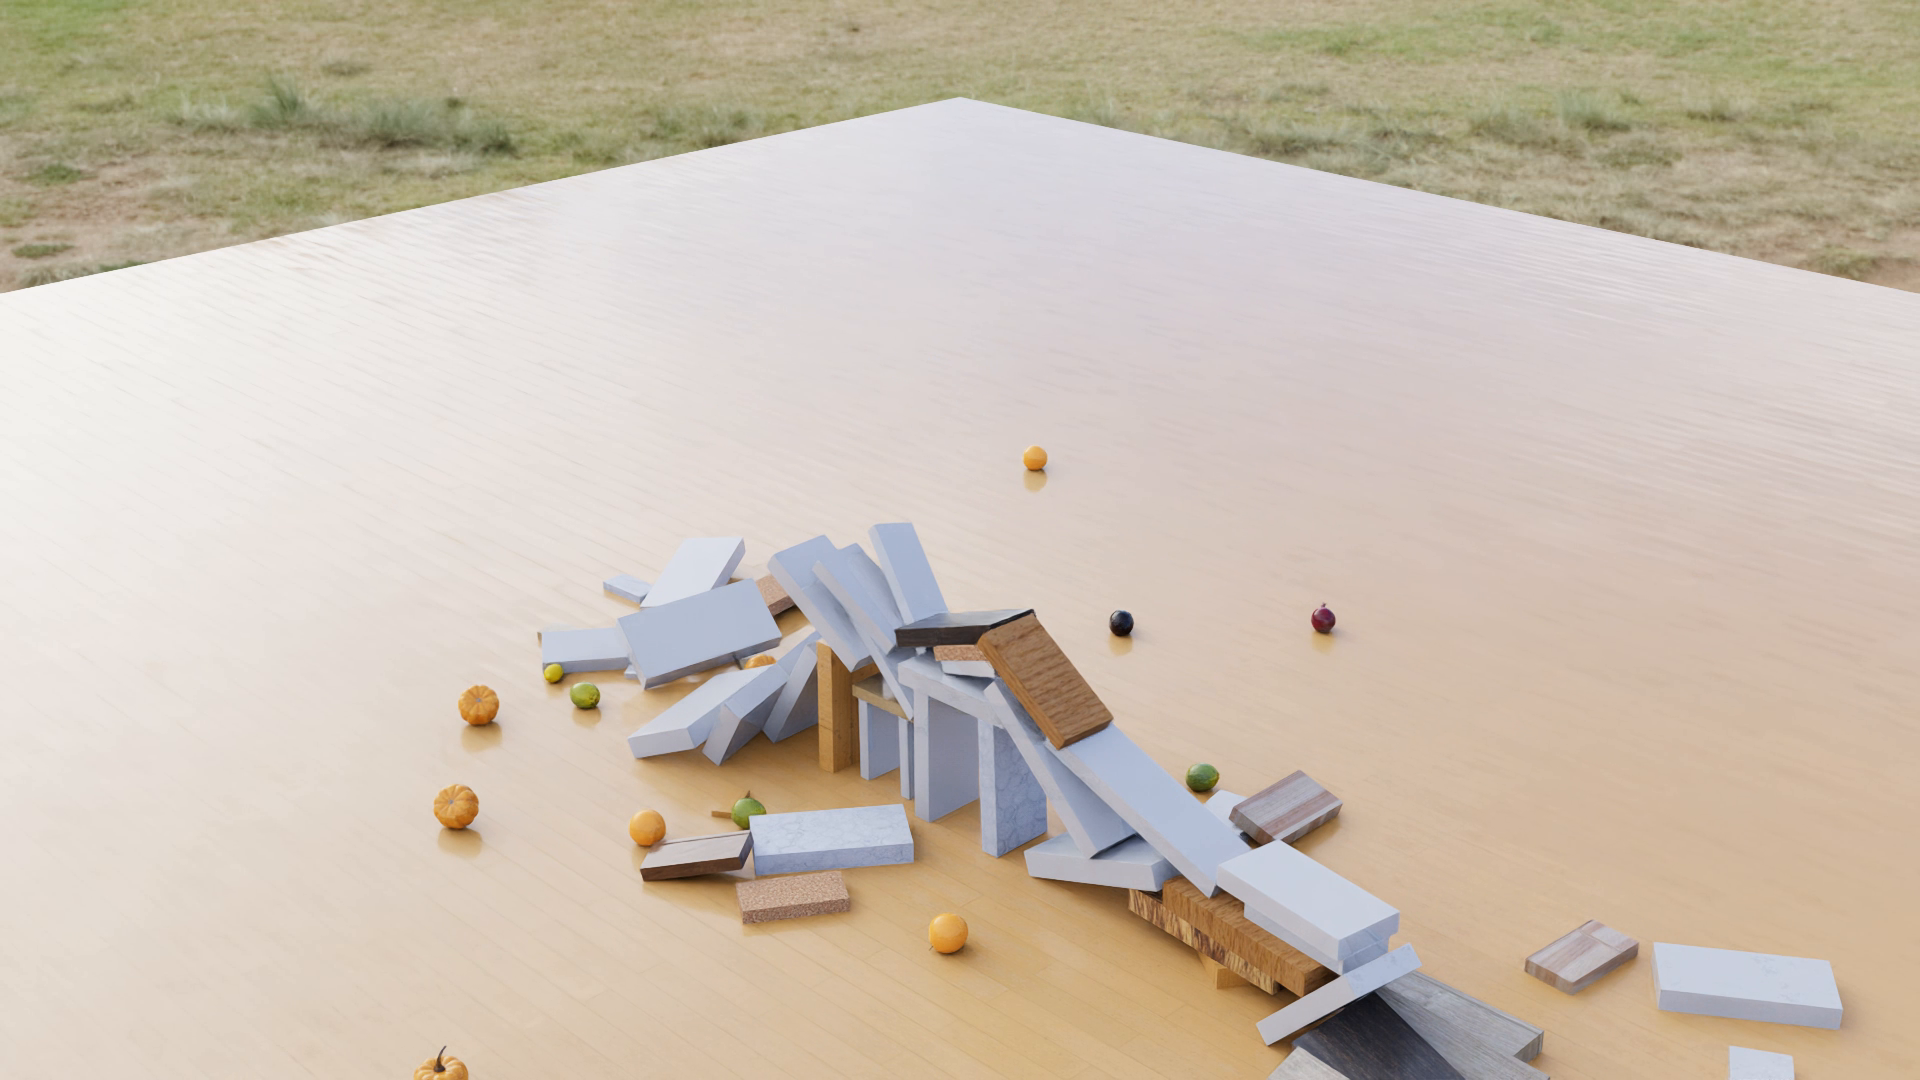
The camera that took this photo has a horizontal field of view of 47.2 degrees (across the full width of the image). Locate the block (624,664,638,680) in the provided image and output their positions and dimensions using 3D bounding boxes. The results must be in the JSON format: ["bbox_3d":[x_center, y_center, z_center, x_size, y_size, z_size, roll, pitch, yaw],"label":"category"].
[{"bbox_3d":[-0.713,0.302,5.030,0.099,0.014,0.049,3,23,6],"label":"block"}]

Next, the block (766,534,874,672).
[{"bbox_3d":[-0.254,0.128,4.550,0.147,0.042,0.294,-23,65,-42],"label":"block"}]

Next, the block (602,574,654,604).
[{"bbox_3d":[-0.813,0.120,5.452,0.139,0.020,0.069,19,30,38],"label":"block"}]

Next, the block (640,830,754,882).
[{"bbox_3d":[-0.506,0.608,4.236,0.201,0.028,0.100,-9,21,13],"label":"block"}]

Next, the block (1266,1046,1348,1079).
[{"bbox_3d":[0.597,0.937,3.408,0.169,0.048,0.338,-40,39,-21],"label":"block"}]

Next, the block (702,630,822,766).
[{"bbox_3d":[-0.405,0.332,4.701,0.048,0.169,0.338,39,44,11],"label":"block"}]

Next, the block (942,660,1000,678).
[{"bbox_3d":[0.054,0.236,4.248,0.095,0.027,0.191,-16,8,-30],"label":"block"}]

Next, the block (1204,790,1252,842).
[{"bbox_3d":[0.514,0.573,4.370,0.115,0.033,0.229,15,27,31],"label":"block"}]

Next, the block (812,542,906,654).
[{"bbox_3d":[-0.182,0.118,4.500,0.239,0.034,0.119,48,41,14],"label":"block"}]

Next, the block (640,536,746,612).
[{"bbox_3d":[-0.656,0.095,5.431,0.154,0.044,0.374,-1,26,12],"label":"block"}]

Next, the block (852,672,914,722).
[{"bbox_3d":[-0.125,0.320,4.509,0.181,0.026,0.090,20,30,39],"label":"block"}]

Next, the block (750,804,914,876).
[{"bbox_3d":[-0.254,0.587,4.320,0.308,0.044,0.154,-4,23,-8],"label":"block"}]

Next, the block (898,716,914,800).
[{"bbox_3d":[-0.081,0.433,4.507,0.090,0.181,0.026,-20,28,-39],"label":"block"}]

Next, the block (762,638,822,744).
[{"bbox_3d":[-0.309,0.306,4.688,0.147,0.294,0.042,-23,62,-42],"label":"block"}]

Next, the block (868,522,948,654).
[{"bbox_3d":[-0.090,0.105,4.512,0.100,0.028,0.310,-4,62,-41],"label":"block"}]

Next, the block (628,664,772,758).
[{"bbox_3d":[-0.549,0.368,4.754,0.169,0.048,0.338,-12,14,33],"label":"block"}]

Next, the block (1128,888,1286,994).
[{"bbox_3d":[0.493,0.687,3.968,0.178,0.050,0.356,-18,29,-36],"label":"block"}]

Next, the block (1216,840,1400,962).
[{"bbox_3d":[0.599,0.619,3.800,0.147,0.042,0.293,-16,28,-33],"label":"block"}]

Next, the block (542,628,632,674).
[{"bbox_3d":[-0.845,0.254,5.091,0.238,0.034,0.119,-4,34,-9],"label":"block"}]

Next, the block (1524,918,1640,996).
[{"bbox_3d":[1.119,0.750,3.957,0.200,0.028,0.100,-18,29,-36],"label":"block"}]

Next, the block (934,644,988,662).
[{"bbox_3d":[0.046,0.208,4.259,0.095,0.027,0.191,-17,9,-38],"label":"block"}]

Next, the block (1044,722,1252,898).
[{"bbox_3d":[0.350,0.477,4.032,0.130,0.037,0.437,-21,51,-40],"label":"block"}]

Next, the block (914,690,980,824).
[{"bbox_3d":[-0.026,0.411,4.424,0.144,0.287,0.041,-21,31,-40],"label":"block"}]

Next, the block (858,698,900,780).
[{"bbox_3d":[-0.167,0.402,4.582,0.090,0.181,0.026,-21,30,-40],"label":"block"}]

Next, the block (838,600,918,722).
[{"bbox_3d":[-0.133,0.227,4.479,0.095,0.027,0.312,-11,58,-38],"label":"block"}]

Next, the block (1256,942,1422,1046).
[{"bbox_3d":[0.627,0.758,3.659,0.147,0.293,0.042,-17,72,-31],"label":"block"}]

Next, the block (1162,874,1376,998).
[{"bbox_3d":[0.543,0.672,3.875,0.178,0.050,0.356,-16,28,-33],"label":"block"}]

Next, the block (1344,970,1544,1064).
[{"bbox_3d":[0.825,0.826,3.760,0.300,0.042,0.150,21,31,40],"label":"block"}]

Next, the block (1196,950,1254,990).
[{"bbox_3d":[0.586,0.735,3.974,0.301,0.042,0.150,-4,23,-10],"label":"block"}]

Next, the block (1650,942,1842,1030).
[{"bbox_3d":[1.378,0.782,3.864,0.300,0.042,0.150,5,23,11],"label":"block"}]

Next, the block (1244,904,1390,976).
[{"bbox_3d":[0.612,0.665,3.786,0.115,0.033,0.230,-17,29,-35],"label":"block"}]

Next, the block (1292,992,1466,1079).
[{"bbox_3d":[0.700,0.879,3.520,0.169,0.048,0.338,-27,36,-15],"label":"block"}]

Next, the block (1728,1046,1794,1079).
[{"bbox_3d":[1.310,0.904,3.594,0.100,0.028,0.200,7,24,15],"label":"block"}]

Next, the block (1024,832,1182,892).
[{"bbox_3d":[0.305,0.593,4.145,0.178,0.050,0.356,-19,9,-37],"label":"block"}]

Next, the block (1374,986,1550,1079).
[{"bbox_3d":[0.773,0.868,3.595,0.169,0.048,0.338,-35,38,-28],"label":"block"}]

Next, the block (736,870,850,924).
[{"bbox_3d":[-0.316,0.672,4.140,0.201,0.028,0.100,-5,24,-12],"label":"block"}]

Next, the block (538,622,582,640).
[{"bbox_3d":[-0.923,0.229,5.196,0.139,0.020,0.069,14,27,29],"label":"block"}]

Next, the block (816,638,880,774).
[{"bbox_3d":[-0.230,0.328,4.611,0.042,0.294,0.147,20,30,39],"label":"block"}]

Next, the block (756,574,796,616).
[{"bbox_3d":[-0.518,0.165,5.278,0.119,0.034,0.422,16,28,33],"label":"block"}]

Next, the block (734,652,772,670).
[{"bbox_3d":[-0.552,0.195,5.276,0.069,0.020,0.595,-8,24,-17],"label":"block"}]

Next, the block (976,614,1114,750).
[{"bbox_3d":[0.159,0.264,4.122,0.130,0.037,0.260,-20,63,-39],"label":"block"}]

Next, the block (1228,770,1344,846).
[{"bbox_3d":[0.652,0.540,4.391,0.115,0.033,0.229,37,37,29],"label":"block"}]

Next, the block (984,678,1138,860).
[{"bbox_3d":[0.201,0.411,4.146,0.147,0.042,0.373,-19,71,-40],"label":"block"}]

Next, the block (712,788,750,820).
[{"bbox_3d":[-0.467,0.536,4.480,0.049,0.014,0.099,5,24,12],"label":"block"}]

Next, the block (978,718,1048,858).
[{"bbox_3d":[0.104,0.462,4.303,0.144,0.287,0.041,-21,28,-41],"label":"block"}]

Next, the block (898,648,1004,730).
[{"bbox_3d":[0.030,0.282,4.307,0.287,0.041,0.144,21,31,41],"label":"block"}]

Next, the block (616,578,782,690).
[{"bbox_3d":[-0.599,0.213,5.050,0.338,0.048,0.169,-17,63,-25],"label":"block"}]

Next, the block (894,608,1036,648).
[{"bbox_3d":[0.010,0.174,4.334,0.260,0.037,0.130,-5,9,43],"label":"block"}]
